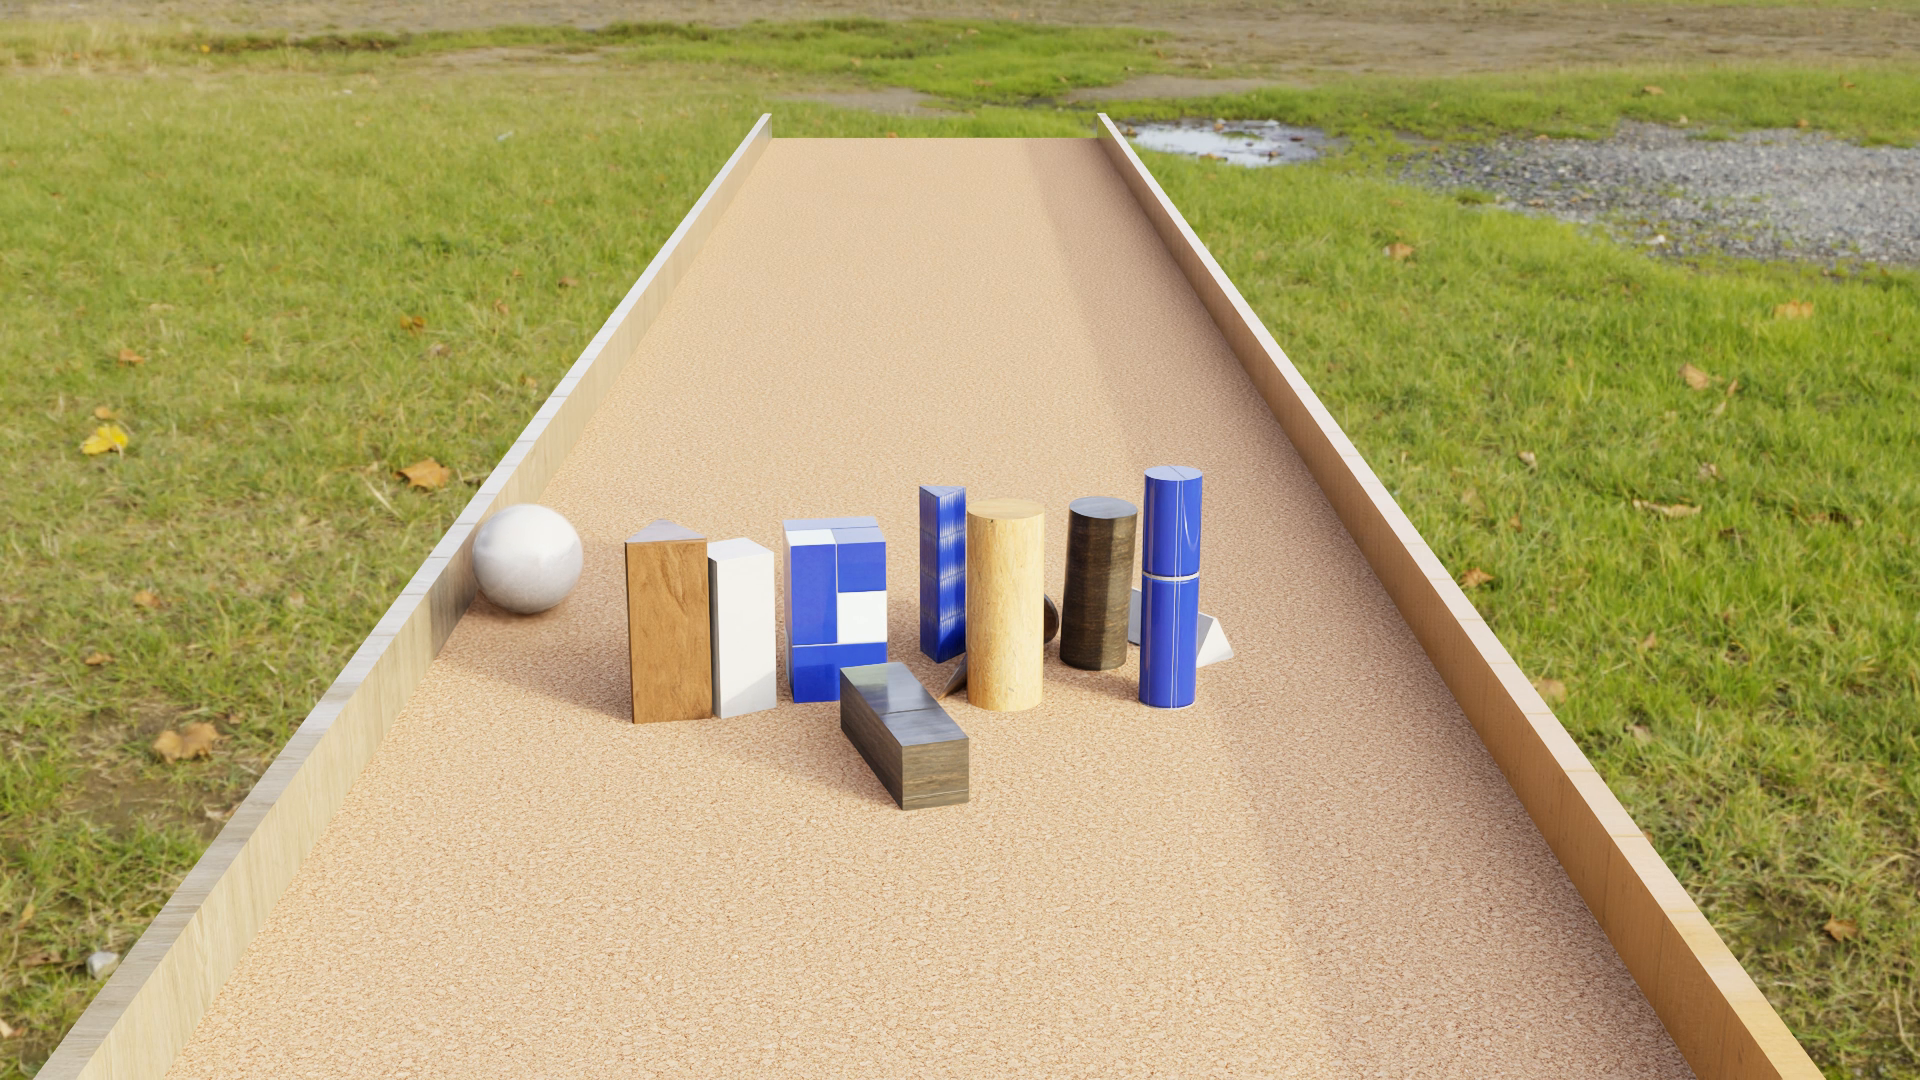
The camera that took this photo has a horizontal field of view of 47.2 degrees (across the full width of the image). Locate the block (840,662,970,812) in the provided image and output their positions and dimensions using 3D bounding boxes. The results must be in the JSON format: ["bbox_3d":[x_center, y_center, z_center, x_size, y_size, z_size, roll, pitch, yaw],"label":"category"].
[{"bbox_3d":[-0.102,0.340,3.877,0.118,0.118,0.401,-5,17,-17],"label":"block"}]

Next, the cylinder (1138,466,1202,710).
[{"bbox_3d":[0.395,0.091,4.135,0.108,0.448,0.108,0,17,0],"label":"cylinder"}]

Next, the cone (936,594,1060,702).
[{"bbox_3d":[0.047,0.231,4.334,0.135,0.135,0.384,9,29,29],"label":"cone"}]

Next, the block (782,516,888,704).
[{"bbox_3d":[-0.242,0.132,4.234,0.179,0.312,0.179,-3,17,-9],"label":"block"}]

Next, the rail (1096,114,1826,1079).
[{"bbox_3d":[0.932,-0.844,7.801,0.050,0.150,12.000,0,17,-1],"label":"rail"}]

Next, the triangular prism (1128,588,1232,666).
[{"bbox_3d":[0.403,0.160,4.518,0.107,0.093,0.350,-12,21,-35],"label":"triangular prism"}]

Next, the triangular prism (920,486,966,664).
[{"bbox_3d":[-0.048,0.064,4.403,0.079,0.347,0.091,12,20,34],"label":"triangular prism"}]

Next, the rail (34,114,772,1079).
[{"bbox_3d":[-1.118,-0.838,7.780,0.050,0.150,12.000,0,17,-1],"label":"rail"}]

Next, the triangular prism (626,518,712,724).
[{"bbox_3d":[-0.546,0.148,4.096,0.147,0.355,0.127,-3,19,-11],"label":"triangular prism"}]

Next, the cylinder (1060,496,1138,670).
[{"bbox_3d":[0.274,0.086,4.363,0.135,0.319,0.135,2,20,-1],"label":"cylinder"}]

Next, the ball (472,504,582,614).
[{"bbox_3d":[-0.921,0.041,4.681,0.233,0.233,0.233,0,17,0],"label":"ball"}]

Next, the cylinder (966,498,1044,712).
[{"bbox_3d":[0.086,0.122,4.157,0.145,0.376,0.145,0,17,0],"label":"cylinder"}]

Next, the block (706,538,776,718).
[{"bbox_3d":[-0.426,0.164,4.135,0.116,0.307,0.116,-10,19,-31],"label":"block"}]
